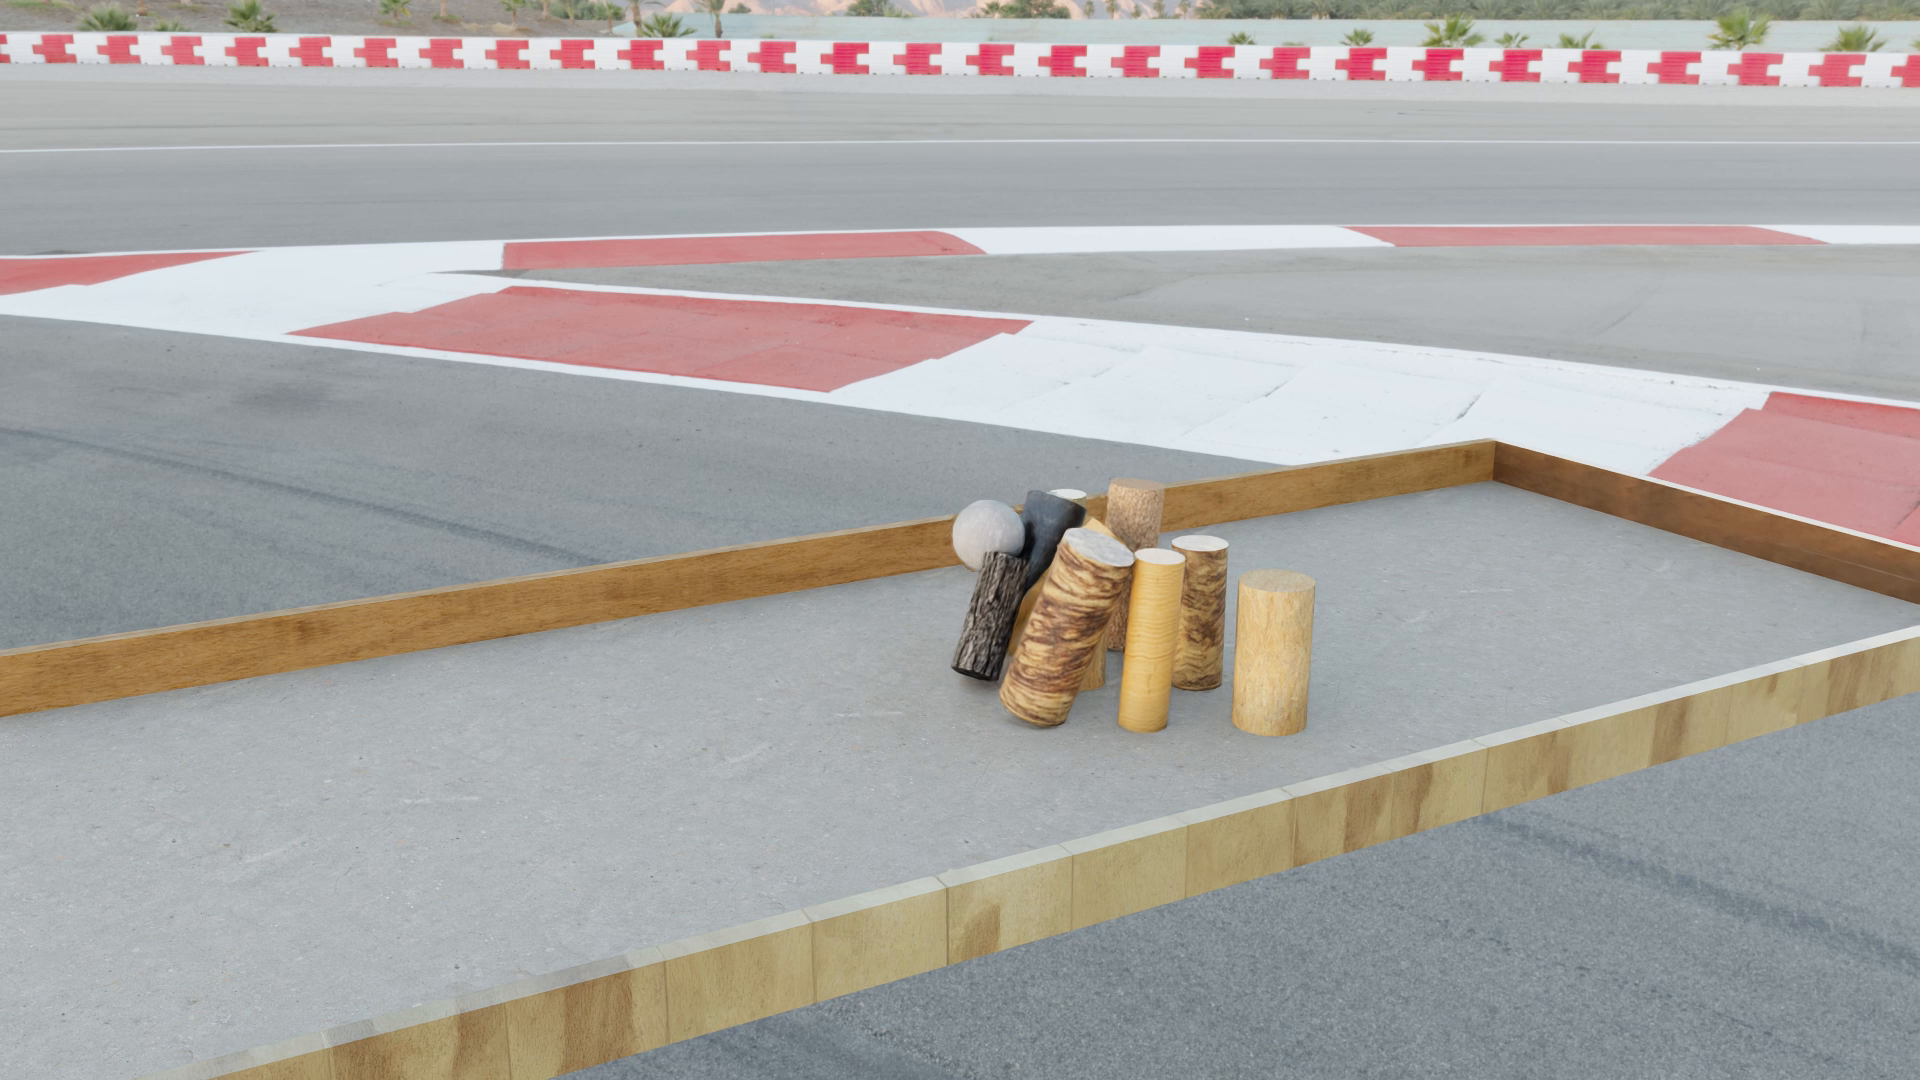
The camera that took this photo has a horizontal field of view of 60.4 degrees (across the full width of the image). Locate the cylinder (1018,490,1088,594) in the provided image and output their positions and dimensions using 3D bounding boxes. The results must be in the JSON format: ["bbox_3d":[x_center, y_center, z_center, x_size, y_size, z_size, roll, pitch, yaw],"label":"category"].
[{"bbox_3d":[0.196,0.072,4.384,0.164,0.378,0.164,20,-5,2],"label":"cylinder"}]

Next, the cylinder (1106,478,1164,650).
[{"bbox_3d":[0.444,0.063,4.351,0.143,0.432,0.143,5,13,-1],"label":"cylinder"}]

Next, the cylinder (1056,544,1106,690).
[{"bbox_3d":[0.301,0.186,4.097,0.128,0.352,0.128,0,16,0],"label":"cylinder"}]

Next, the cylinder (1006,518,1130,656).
[{"bbox_3d":[0.256,0.135,4.219,0.131,0.401,0.131,41,0,0],"label":"cylinder"}]

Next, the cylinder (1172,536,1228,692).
[{"bbox_3d":[0.589,0.181,4.096,0.138,0.362,0.138,0,16,0],"label":"cylinder"}]

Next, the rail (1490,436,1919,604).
[{"bbox_3d":[2.466,-0.048,5.253,0.050,0.150,2.100,-9,18,-27],"label":"rail"}]

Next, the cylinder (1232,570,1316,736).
[{"bbox_3d":[0.729,0.261,3.846,0.175,0.350,0.175,0,16,0],"label":"cylinder"}]

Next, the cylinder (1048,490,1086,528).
[{"bbox_3d":[0.296,0.035,4.632,0.108,0.340,0.108,0,16,0],"label":"cylinder"}]

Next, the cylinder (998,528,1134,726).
[{"bbox_3d":[0.244,0.204,3.827,0.172,0.438,0.172,18,23,-8],"label":"cylinder"}]

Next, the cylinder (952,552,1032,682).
[{"bbox_3d":[0.079,0.193,4.130,0.121,0.304,0.121,16,-12,4],"label":"cylinder"}]

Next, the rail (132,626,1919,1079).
[{"bbox_3d":[-2.336,1.006,1.665,12.000,0.150,0.050,-9,18,-27],"label":"rail"}]

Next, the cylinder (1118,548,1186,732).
[{"bbox_3d":[0.442,0.233,3.819,0.116,0.412,0.116,4,18,-1],"label":"cylinder"}]

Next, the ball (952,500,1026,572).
[{"bbox_3d":[0.074,-0.010,4.283,0.190,0.190,0.190,0,16,0],"label":"ball"}]

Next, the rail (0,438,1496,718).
[{"bbox_3d":[-3.305,0.497,3.399,12.000,0.150,0.050,-9,18,-27],"label":"rail"}]
